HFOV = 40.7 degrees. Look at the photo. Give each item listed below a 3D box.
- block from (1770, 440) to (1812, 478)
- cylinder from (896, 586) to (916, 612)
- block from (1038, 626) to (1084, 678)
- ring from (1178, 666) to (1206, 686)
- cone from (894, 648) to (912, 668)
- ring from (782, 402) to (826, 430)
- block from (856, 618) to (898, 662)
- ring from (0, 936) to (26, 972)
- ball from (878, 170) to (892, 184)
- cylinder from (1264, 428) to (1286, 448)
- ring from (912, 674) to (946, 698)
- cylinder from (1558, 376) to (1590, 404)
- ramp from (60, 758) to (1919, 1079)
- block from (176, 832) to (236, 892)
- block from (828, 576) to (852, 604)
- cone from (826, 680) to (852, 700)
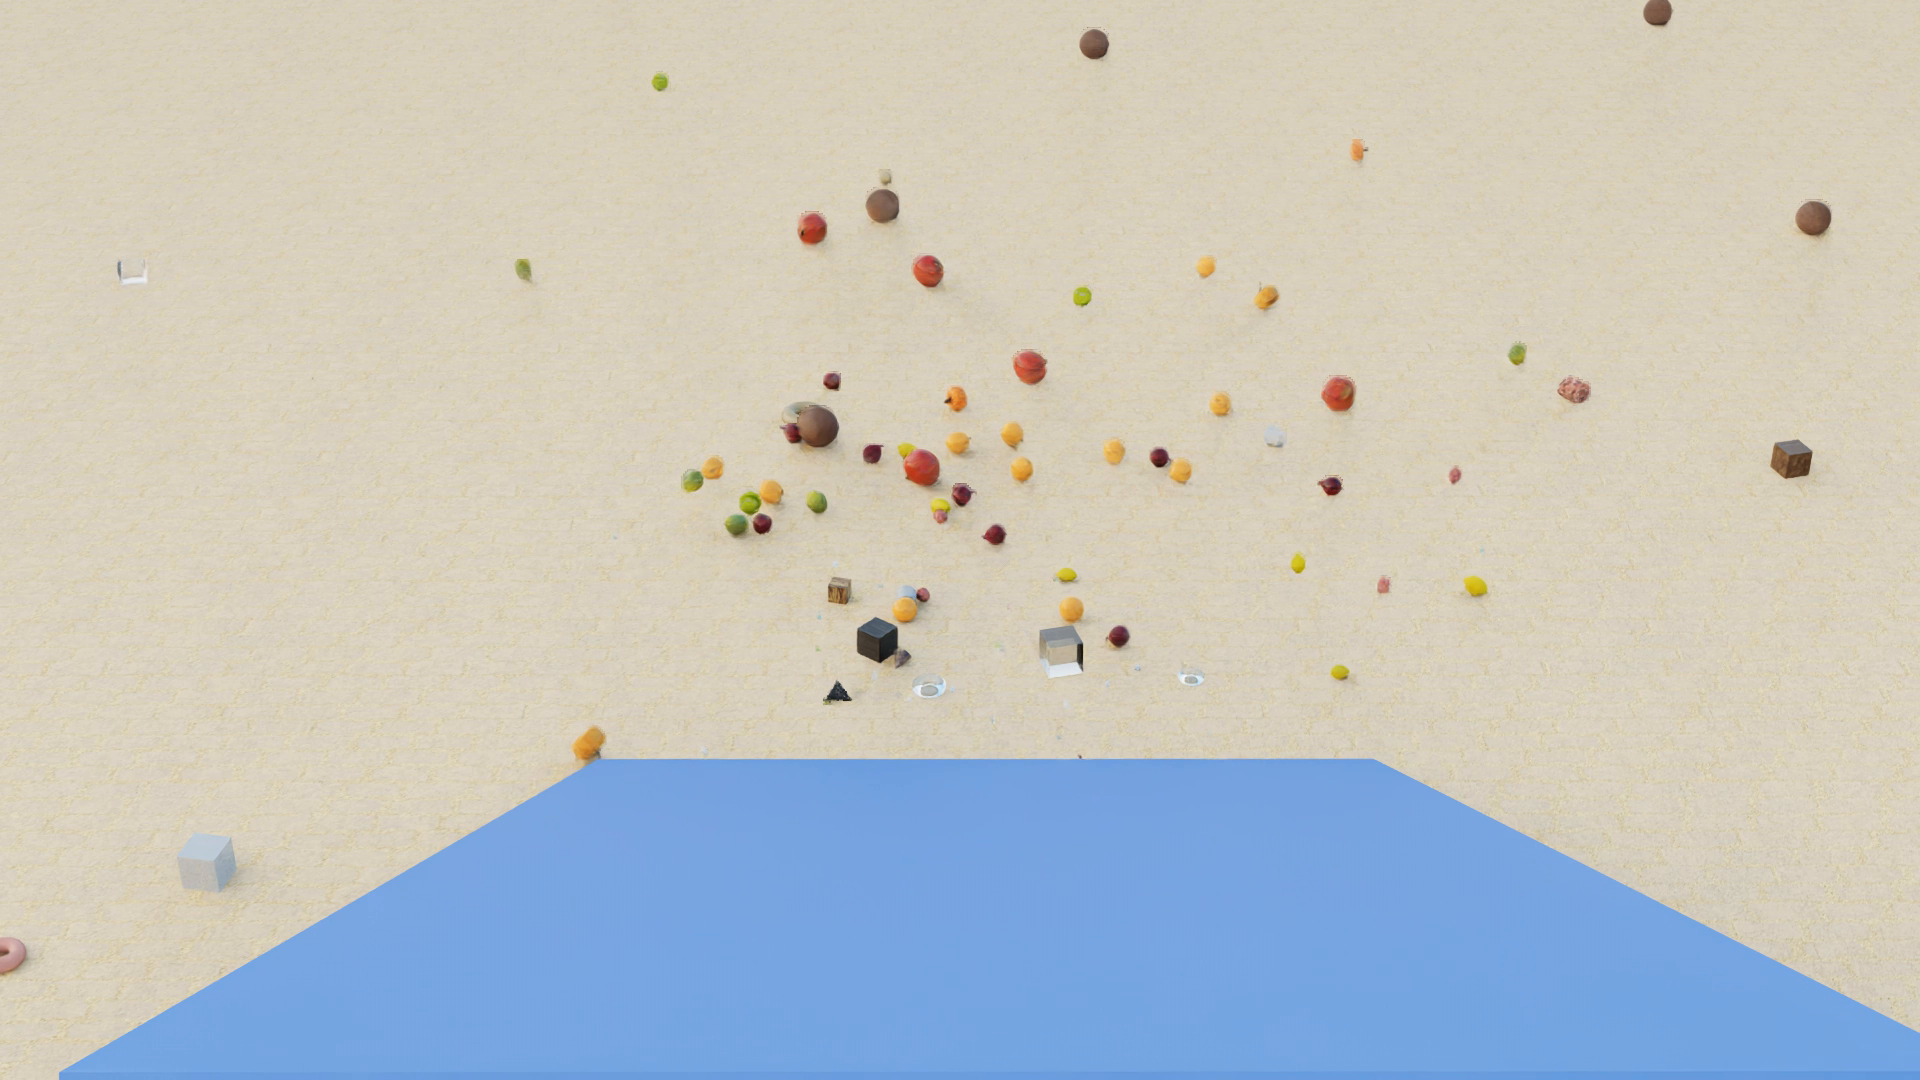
[{"bbox_3d":[2.617,-0.255,8.146,0.085,0.085,0.085,-9,32,-14],"label":"block"},{"bbox_3d":[-0.154,0.170,7.453,0.057,0.057,0.057,-1,31,-1],"label":"cylinder"},{"bbox_3d":[0.280,0.309,7.179,0.098,0.098,0.098,-8,32,-13],"label":"block"},{"bbox_3d":[0.638,0.375,7.138,0.076,0.025,0.076,1,30,-1],"label":"ring"},{"bbox_3d":[-0.169,0.338,7.202,0.052,0.052,0.052,13,60,20],"label":"cone"},{"bbox_3d":[-0.509,-0.406,8.438,0.145,0.048,0.145,0,32,0],"label":"ring"},{"bbox_3d":[-0.231,0.280,7.245,0.081,0.081,0.081,22,37,33],"label":"block"},{"bbox_3d":[-2.261,0.979,6.105,0.112,0.037,0.112,1,30,-1],"label":"ring"},{"bbox_3d":[-0.292,-1.419,10.147,0.054,0.054,0.054,0,31,0],"label":"ball"},{"bbox_3d":[1.009,-0.328,8.300,0.054,0.054,0.054,22,37,28],"label":"cylinder"},{"bbox_3d":[-0.085,0.399,7.092,0.095,0.032,0.095,-1,31,0],"label":"ring"},{"bbox_3d":[2.031,-0.495,8.564,0.071,0.071,0.071,-21,37,-32],"label":"cylinder"},{"bbox_3d":[0.068,0.607,4.673,2.000,0.100,4.000,0,0,0],"label":"ramp"},{"bbox_3d":[-1.850,0.793,6.360,0.097,0.097,0.097,6,31,10],"label":"block"},{"bbox_3d":[-0.348,0.146,7.496,0.055,0.055,0.055,7,31,12],"label":"block"},{"bbox_3d":[-0.321,0.422,7.054,0.065,0.065,0.065,29,32,-4],"label":"cone"}]
